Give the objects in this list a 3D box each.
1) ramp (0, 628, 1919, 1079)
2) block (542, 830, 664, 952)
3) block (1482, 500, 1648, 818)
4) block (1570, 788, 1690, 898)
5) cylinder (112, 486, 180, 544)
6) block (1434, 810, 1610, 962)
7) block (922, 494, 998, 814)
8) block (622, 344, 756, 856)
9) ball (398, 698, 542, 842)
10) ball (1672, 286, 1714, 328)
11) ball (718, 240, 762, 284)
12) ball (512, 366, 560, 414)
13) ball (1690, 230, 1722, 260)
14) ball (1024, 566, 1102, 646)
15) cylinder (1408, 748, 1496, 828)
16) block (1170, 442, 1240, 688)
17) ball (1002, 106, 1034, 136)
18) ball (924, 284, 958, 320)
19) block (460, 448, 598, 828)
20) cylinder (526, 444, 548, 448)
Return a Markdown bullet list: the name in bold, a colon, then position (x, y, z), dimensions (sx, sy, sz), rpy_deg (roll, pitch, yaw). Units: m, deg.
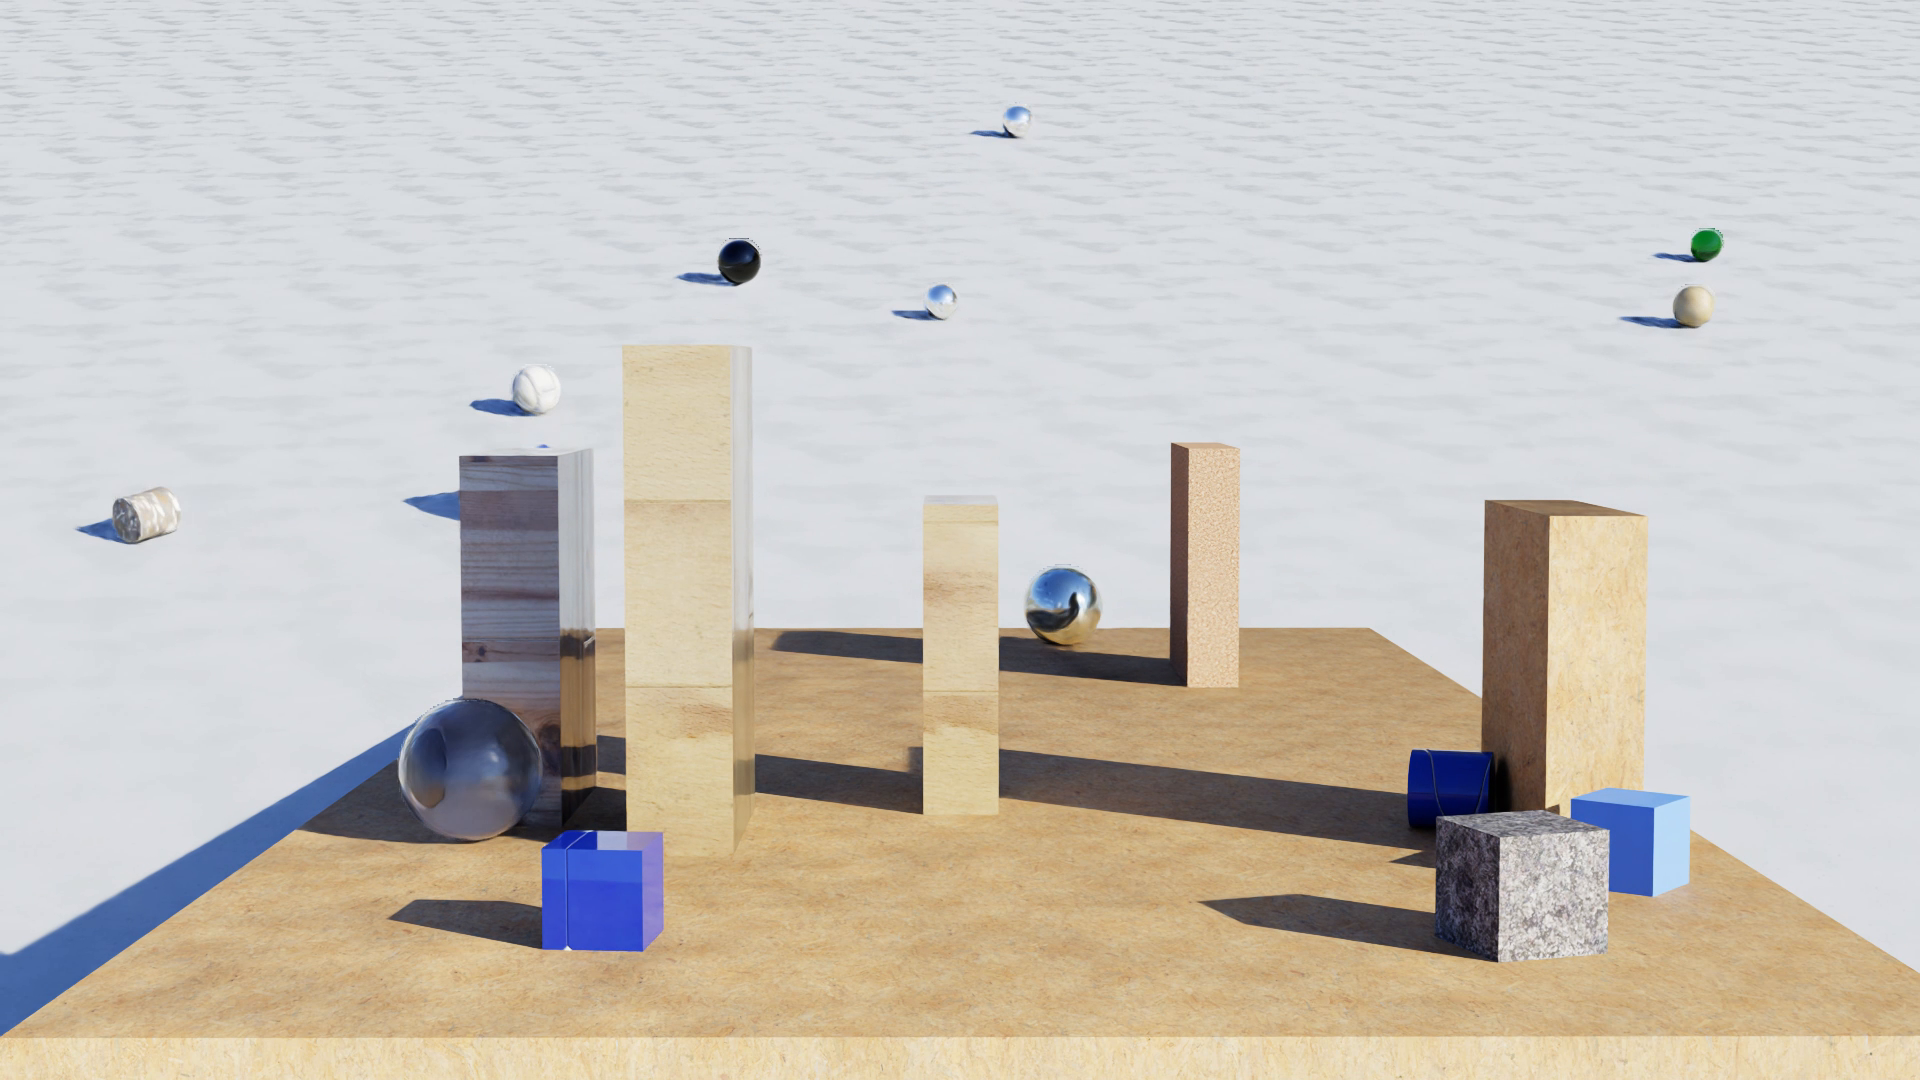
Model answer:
- **ramp**: position (0.045, 0.407, 4.538), dimensions (2.000, 0.100, 4.000), rpy_deg (0, 4, 0)
- **block**: position (-0.412, 0.405, 2.970), dimensions (0.116, 0.116, 0.116), rpy_deg (0, 4, 5)
- **block**: position (0.840, 0.187, 3.599), dimensions (0.129, 0.465, 0.418), rpy_deg (0, 4, 0)
- **block**: position (0.857, 0.385, 3.283), dimensions (0.112, 0.112, 0.112), rpy_deg (3, 5, 38)
- **cylinder**: position (-2.366, -0.072, 7.461), dimensions (0.137, 0.137, 0.137), rpy_deg (14, 24, 35)
- **block**: position (0.642, 0.394, 2.938), dimensions (0.141, 0.141, 0.141), rpy_deg (-1, 4, -19)
- **block**: position (0.001, 0.168, 3.931), dimensions (0.111, 0.460, 0.293), rpy_deg (0, 4, 0)
- **block**: position (-0.380, 0.071, 3.647), dimensions (0.144, 0.691, 0.377), rpy_deg (0, 4, 0)
- **ball**: position (-0.685, 0.322, 3.594), dimensions (0.198, 0.198, 0.198), rpy_deg (0, 19, 0)
- **ball**: position (2.795, -0.889, 9.776), dimensions (0.157, 0.157, 0.157), rpy_deg (0, 19, 0)
- **ball**: position (-0.898, -1.131, 10.437), dimensions (0.178, 0.178, 0.178), rpy_deg (0, 19, 0)
- **ball**: position (-1.432, -0.507, 8.668), dimensions (0.164, 0.164, 0.164), rpy_deg (0, 19, 0)
- **ball**: position (3.149, -1.244, 10.833), dimensions (0.130, 0.130, 0.130), rpy_deg (0, 19, 0)
- **ball**: position (0.245, 0.157, 6.107), dimensions (0.187, 0.187, 0.187), rpy_deg (0, 19, 0)
- **cylinder**: position (0.705, 0.358, 3.679), dimensions (0.113, 0.113, 0.113), rpy_deg (1, 19, 17)
- **block**: position (0.523, 0.043, 5.519), dimensions (0.105, 0.494, 0.446), rpy_deg (0, 4, 0)
- **ball**: position (0.305, -2.214, 13.562), dimensions (0.165, 0.165, 0.165), rpy_deg (0, 19, 0)
- **ball**: position (-0.072, -0.919, 9.897), dimensions (0.133, 0.133, 0.133), rpy_deg (0, 19, 0)
- **block**: position (-0.645, 0.135, 3.864), dimensions (0.141, 0.536, 0.366), rpy_deg (0, 4, 0)
- **cylinder**: position (-1.320, -0.172, 7.648), dimensions (0.201, 0.201, 0.201), rpy_deg (-10, 22, -26)
